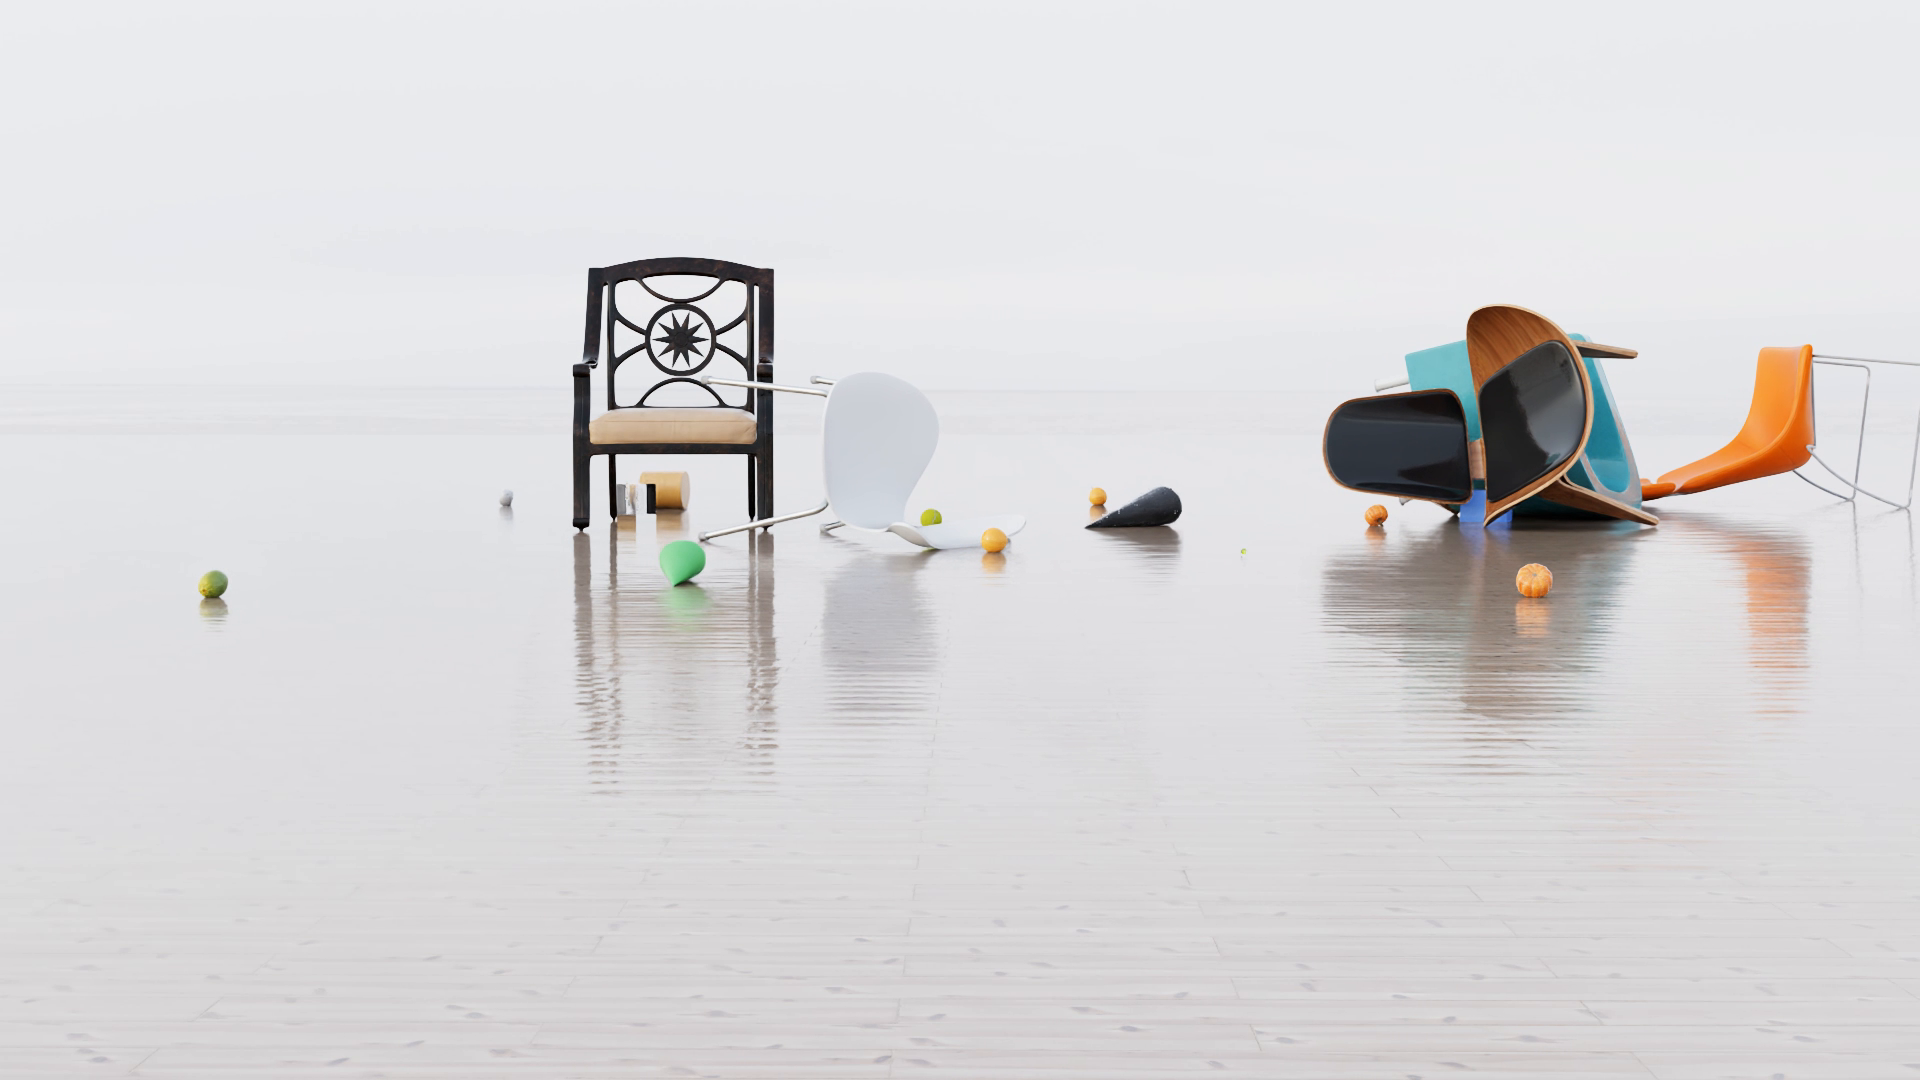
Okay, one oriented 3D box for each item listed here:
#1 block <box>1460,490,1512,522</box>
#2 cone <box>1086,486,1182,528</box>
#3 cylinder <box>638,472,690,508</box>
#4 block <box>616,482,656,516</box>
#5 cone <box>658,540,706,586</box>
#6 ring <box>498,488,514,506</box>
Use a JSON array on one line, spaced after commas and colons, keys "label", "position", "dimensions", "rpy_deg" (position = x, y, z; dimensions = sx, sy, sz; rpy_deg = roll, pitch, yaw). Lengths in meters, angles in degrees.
[{"label": "block", "position": [1.792, -0.117, 7.486], "dimensions": [0.157, 0.105, 0.123], "rpy_deg": [2, 4, 22]}, {"label": "cone", "position": [0.535, -0.076, 7.184], "dimensions": [0.317, 0.129, 0.217], "rpy_deg": [-15, 3, -27]}, {"label": "cylinder", "position": [-1.112, -0.188, 8.276], "dimensions": [0.161, 0.138, 0.151], "rpy_deg": [0, -1, 6]}, {"label": "block", "position": [-1.160, -0.147, 7.879], "dimensions": [0.097, 0.110, 0.101], "rpy_deg": [3, 5, 36]}, {"label": "cone", "position": [-0.652, 0.076, 5.083], "dimensions": [0.112, 0.098, 0.181], "rpy_deg": [-10, 19, 4]}, {"label": "ring", "position": [-1.743, -0.163, 8.447], "dimensions": [0.048, 0.068, 0.133], "rpy_deg": [14, -8, -9]}]
